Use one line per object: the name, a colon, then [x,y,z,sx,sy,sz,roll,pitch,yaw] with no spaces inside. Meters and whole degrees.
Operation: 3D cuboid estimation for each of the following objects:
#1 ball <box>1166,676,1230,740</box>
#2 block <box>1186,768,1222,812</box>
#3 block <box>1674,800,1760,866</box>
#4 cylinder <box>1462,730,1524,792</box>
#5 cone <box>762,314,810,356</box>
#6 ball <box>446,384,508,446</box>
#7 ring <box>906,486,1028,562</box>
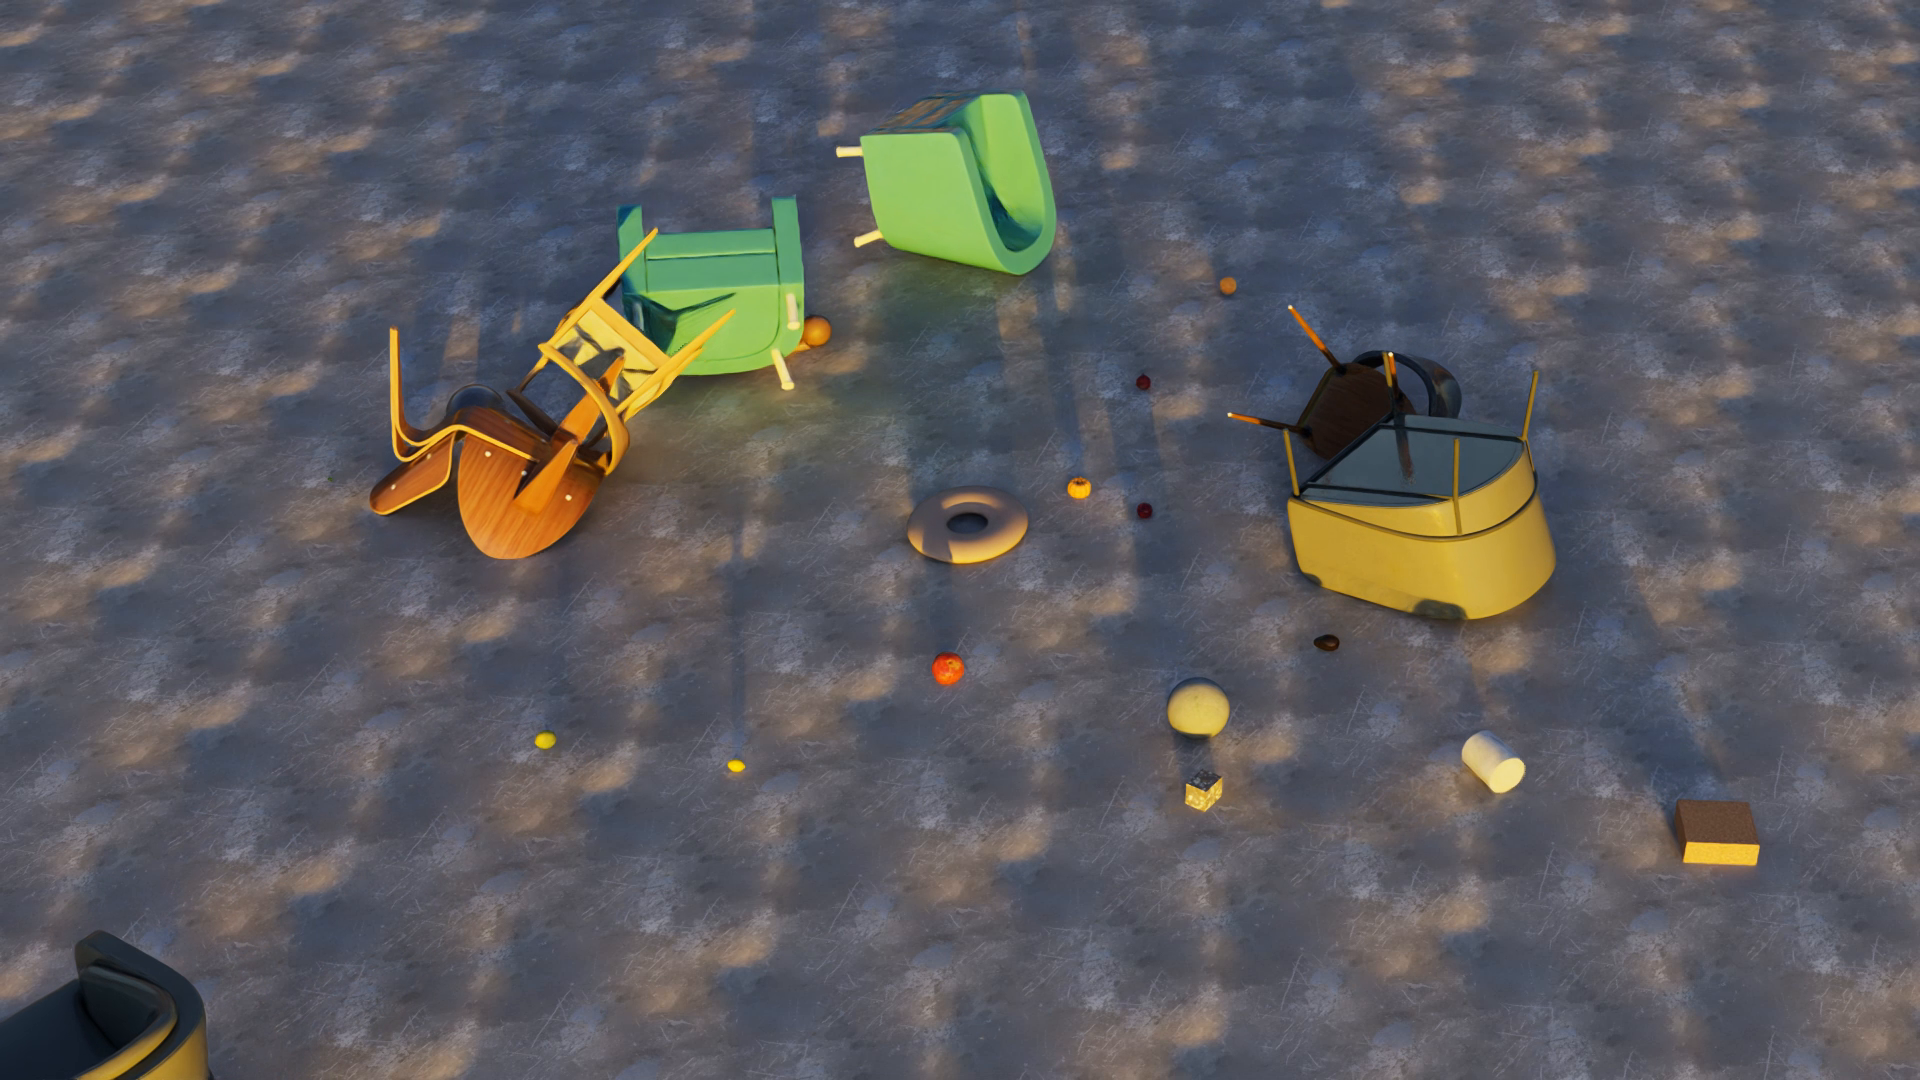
ball: [0.803,0.568,9.888,0.213,0.213,0.213,0,33,0]
block: [0.800,0.821,9.625,0.076,0.081,0.100,22,39,30]
block: [2.436,0.940,9.441,0.229,0.084,0.220,2,33,3]
cylinder: [1.763,0.734,9.707,0.136,0.136,0.166,-10,34,-25]
cone: [-0.694,-0.820,12.110,0.184,0.186,0.192,18,36,-25]
ball: [-1.892,-0.491,11.472,0.239,0.239,0.239,0,33,0]
ring: [0.029,-0.061,10.974,0.441,0.071,0.514,16,37,22]
